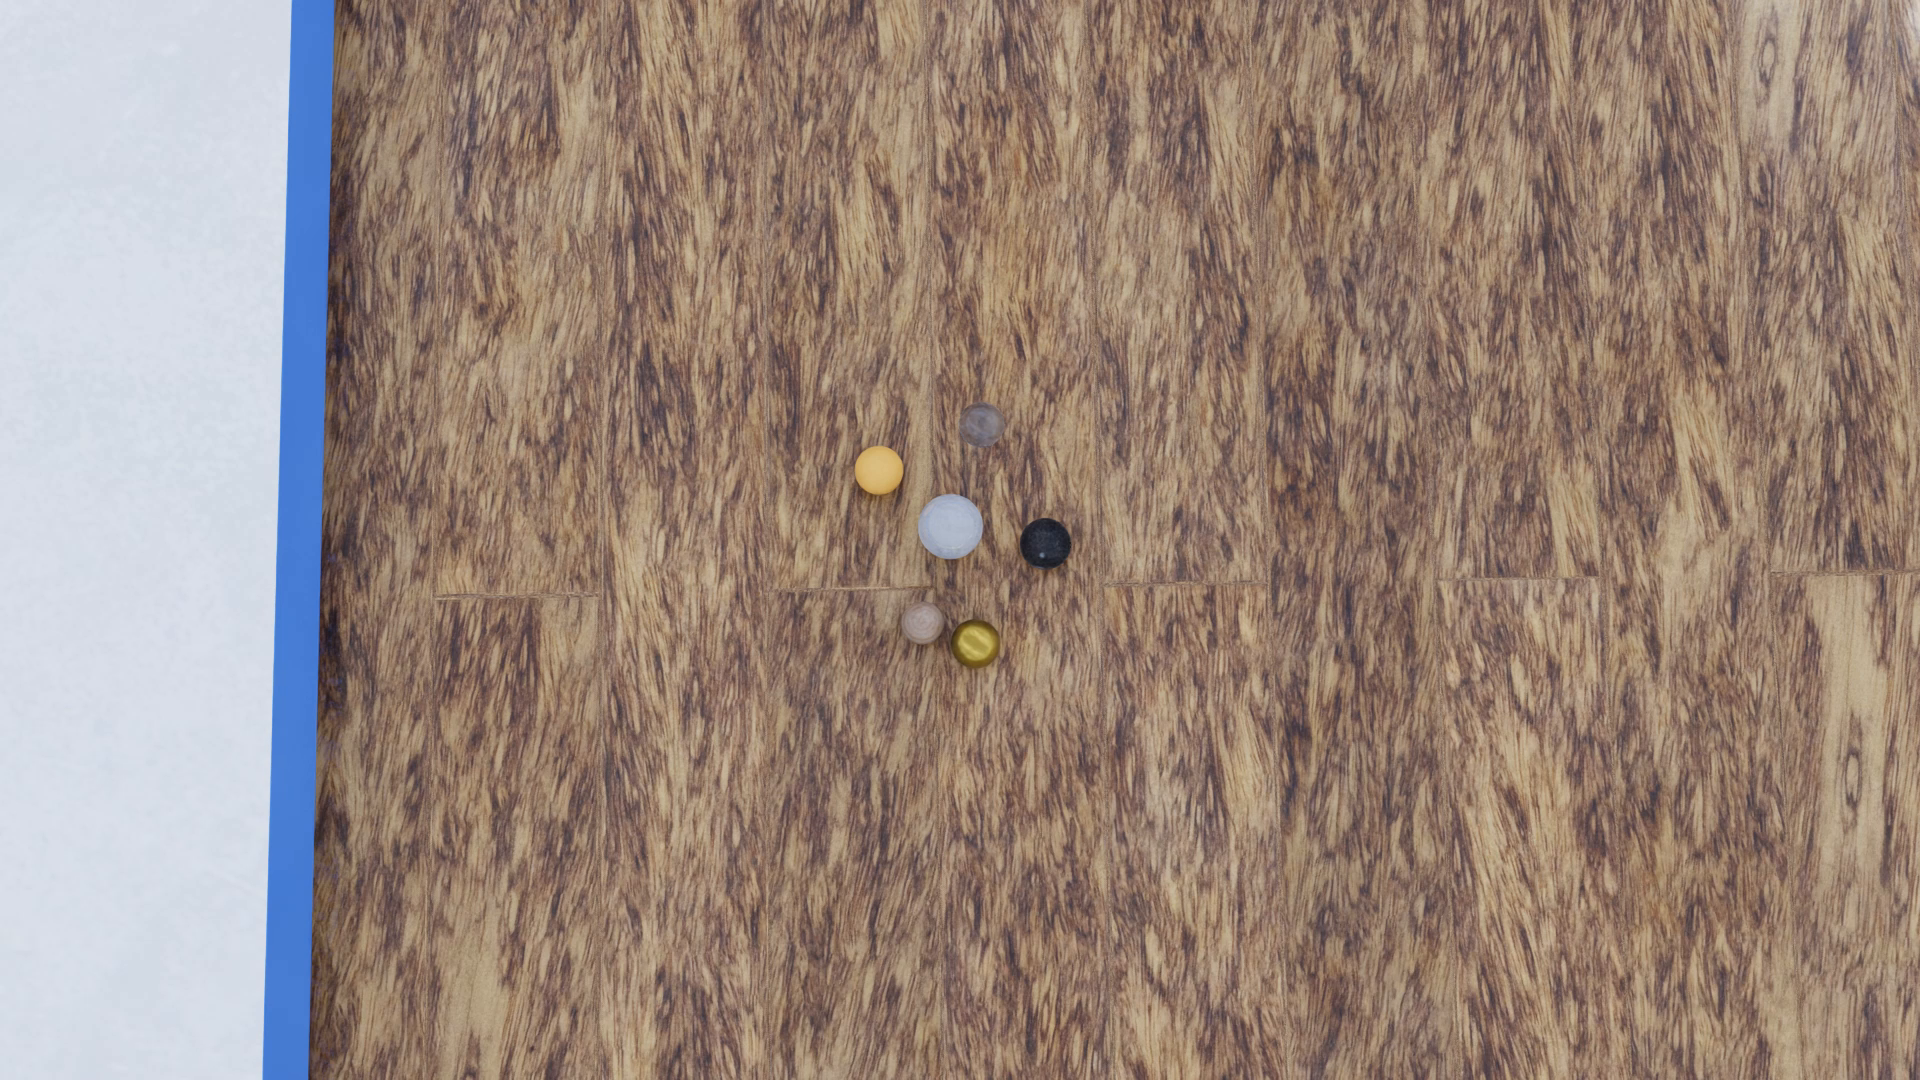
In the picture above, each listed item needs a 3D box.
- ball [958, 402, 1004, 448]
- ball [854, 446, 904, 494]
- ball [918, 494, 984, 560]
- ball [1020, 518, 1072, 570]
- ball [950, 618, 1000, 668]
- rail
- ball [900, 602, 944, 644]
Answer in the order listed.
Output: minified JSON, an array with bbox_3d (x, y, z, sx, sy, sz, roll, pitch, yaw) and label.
[{"bbox_3d":[0.032,-0.173,3.292,0.069,0.069,0.069,0,82,0],"label":"ball"},{"bbox_3d":[-0.121,-0.104,3.280,0.073,0.073,0.073,0,82,0],"label":"ball"},{"bbox_3d":[-0.014,-0.020,3.256,0.097,0.097,0.097,0,82,0],"label":"ball"},{"bbox_3d":[0.127,0.006,3.262,0.077,0.077,0.077,0,82,0],"label":"ball"},{"bbox_3d":[0.023,0.153,3.243,0.074,0.074,0.074,0,82,0],"label":"ball"},{"bbox_3d":[-0.963,0.013,3.236,0.045,0.126,2.135,-1,82,0],"label":"rail"},{"bbox_3d":[-0.055,0.123,3.252,0.065,0.065,0.065,0,82,0],"label":"ball"}]
